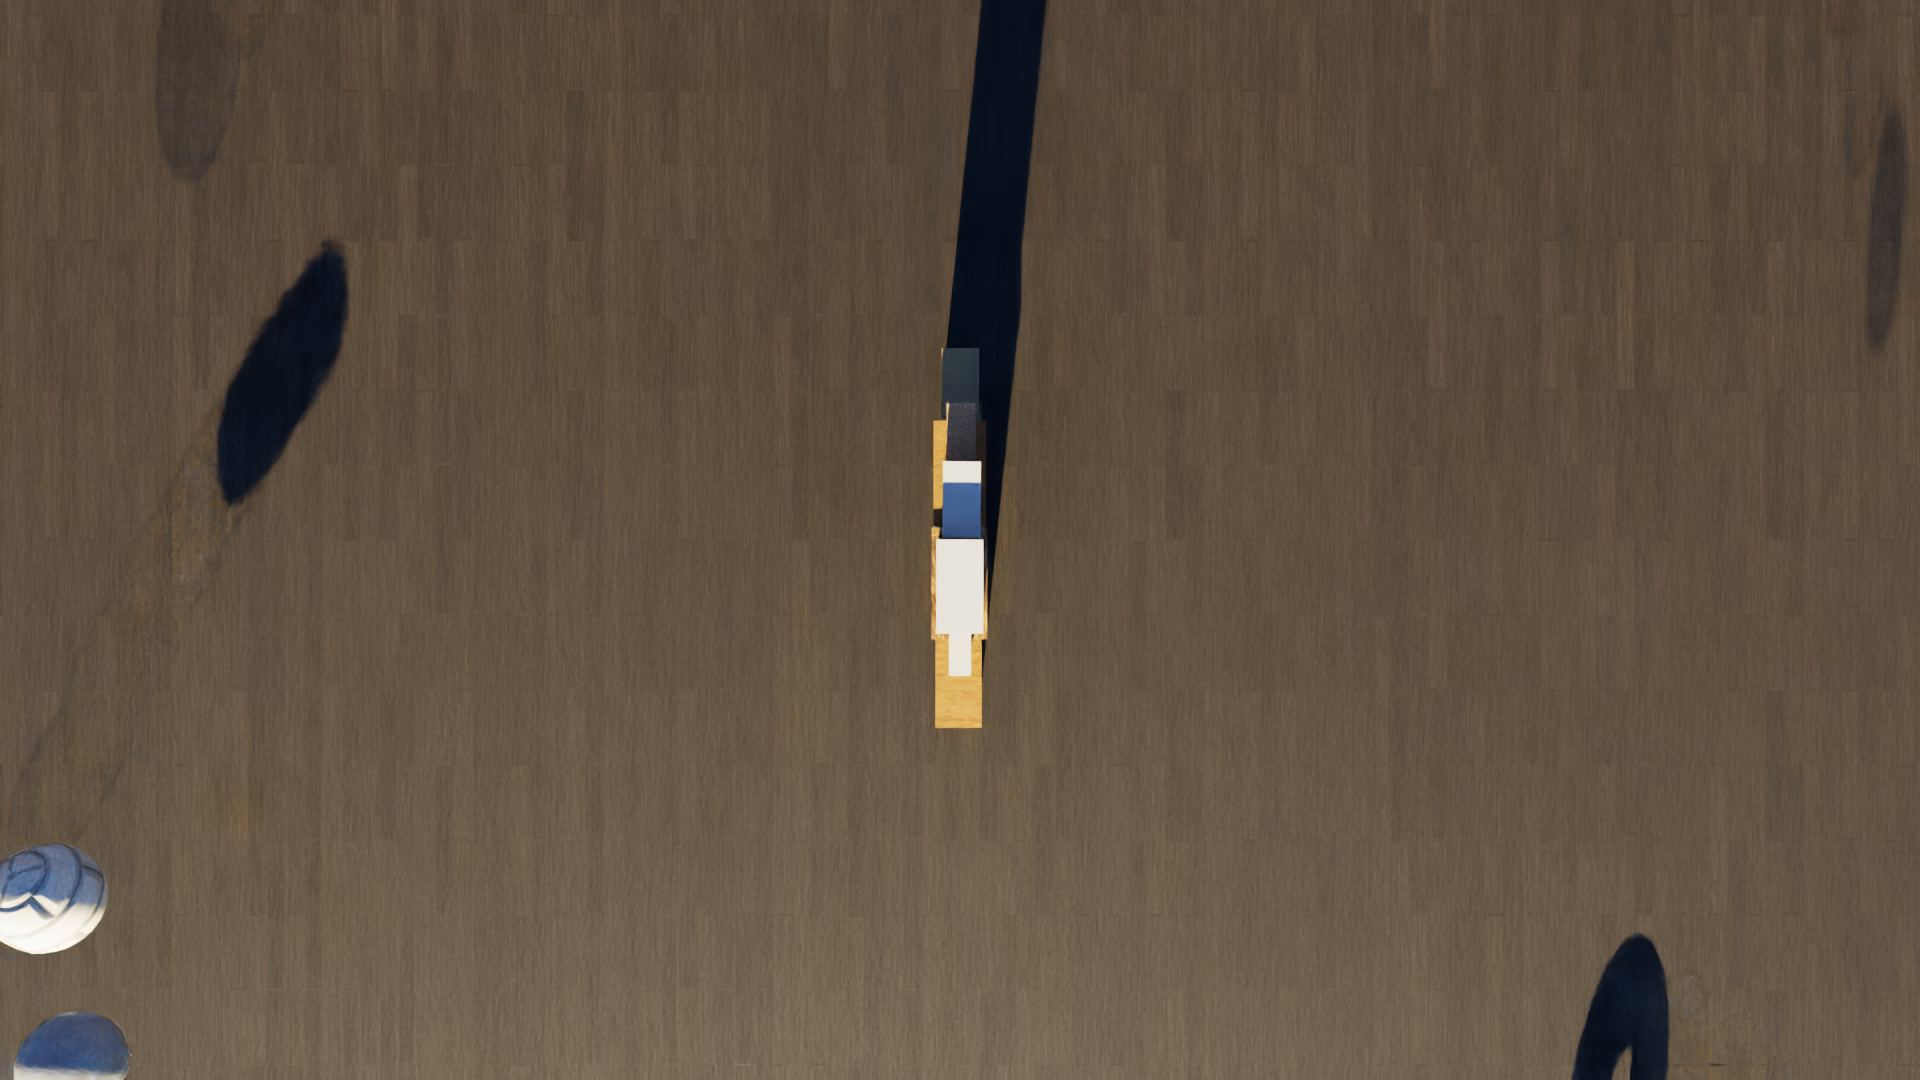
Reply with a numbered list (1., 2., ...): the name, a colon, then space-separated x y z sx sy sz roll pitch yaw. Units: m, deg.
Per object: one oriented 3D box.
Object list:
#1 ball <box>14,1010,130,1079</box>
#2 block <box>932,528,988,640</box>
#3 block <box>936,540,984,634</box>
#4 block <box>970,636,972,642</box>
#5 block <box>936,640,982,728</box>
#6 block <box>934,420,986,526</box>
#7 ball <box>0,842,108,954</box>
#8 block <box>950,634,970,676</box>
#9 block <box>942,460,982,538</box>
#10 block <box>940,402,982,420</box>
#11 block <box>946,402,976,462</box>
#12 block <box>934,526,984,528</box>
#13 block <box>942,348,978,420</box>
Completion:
1. ball: -2.092 1.235 3.887 0.242 0.242 0.242 0 90 0
2. block: -0.002 0.125 4.793 0.162 0.046 0.323 0 90 0
3. block: 0.000 0.126 4.496 0.128 0.036 0.257 0 90 0
4. block: 0.001 0.279 4.709 0.061 0.122 0.017 0 90 0
5. block: -0.004 0.433 5.064 0.141 0.040 0.283 0 90 0
6. block: 0.000 -0.194 4.812 0.153 0.043 0.306 0 90 0
7. ball: -2.336 0.916 4.220 0.278 0.278 0.278 0 90 0
8. block: 0.000 0.320 4.639 0.061 0.017 0.122 0 90 0
9. block: 0.005 -0.112 4.546 0.105 0.030 0.210 0 90 0
10. block: 0.004 -0.302 5.219 0.131 0.037 0.263 0 90 0
11. block: 0.004 -0.302 4.617 0.081 0.023 0.161 -1 90 0
12. block: -0.004 -0.008 5.162 0.158 0.045 0.316 0 90 0
13. block: 0.001 -0.463 4.961 0.112 0.032 0.223 0 90 0
